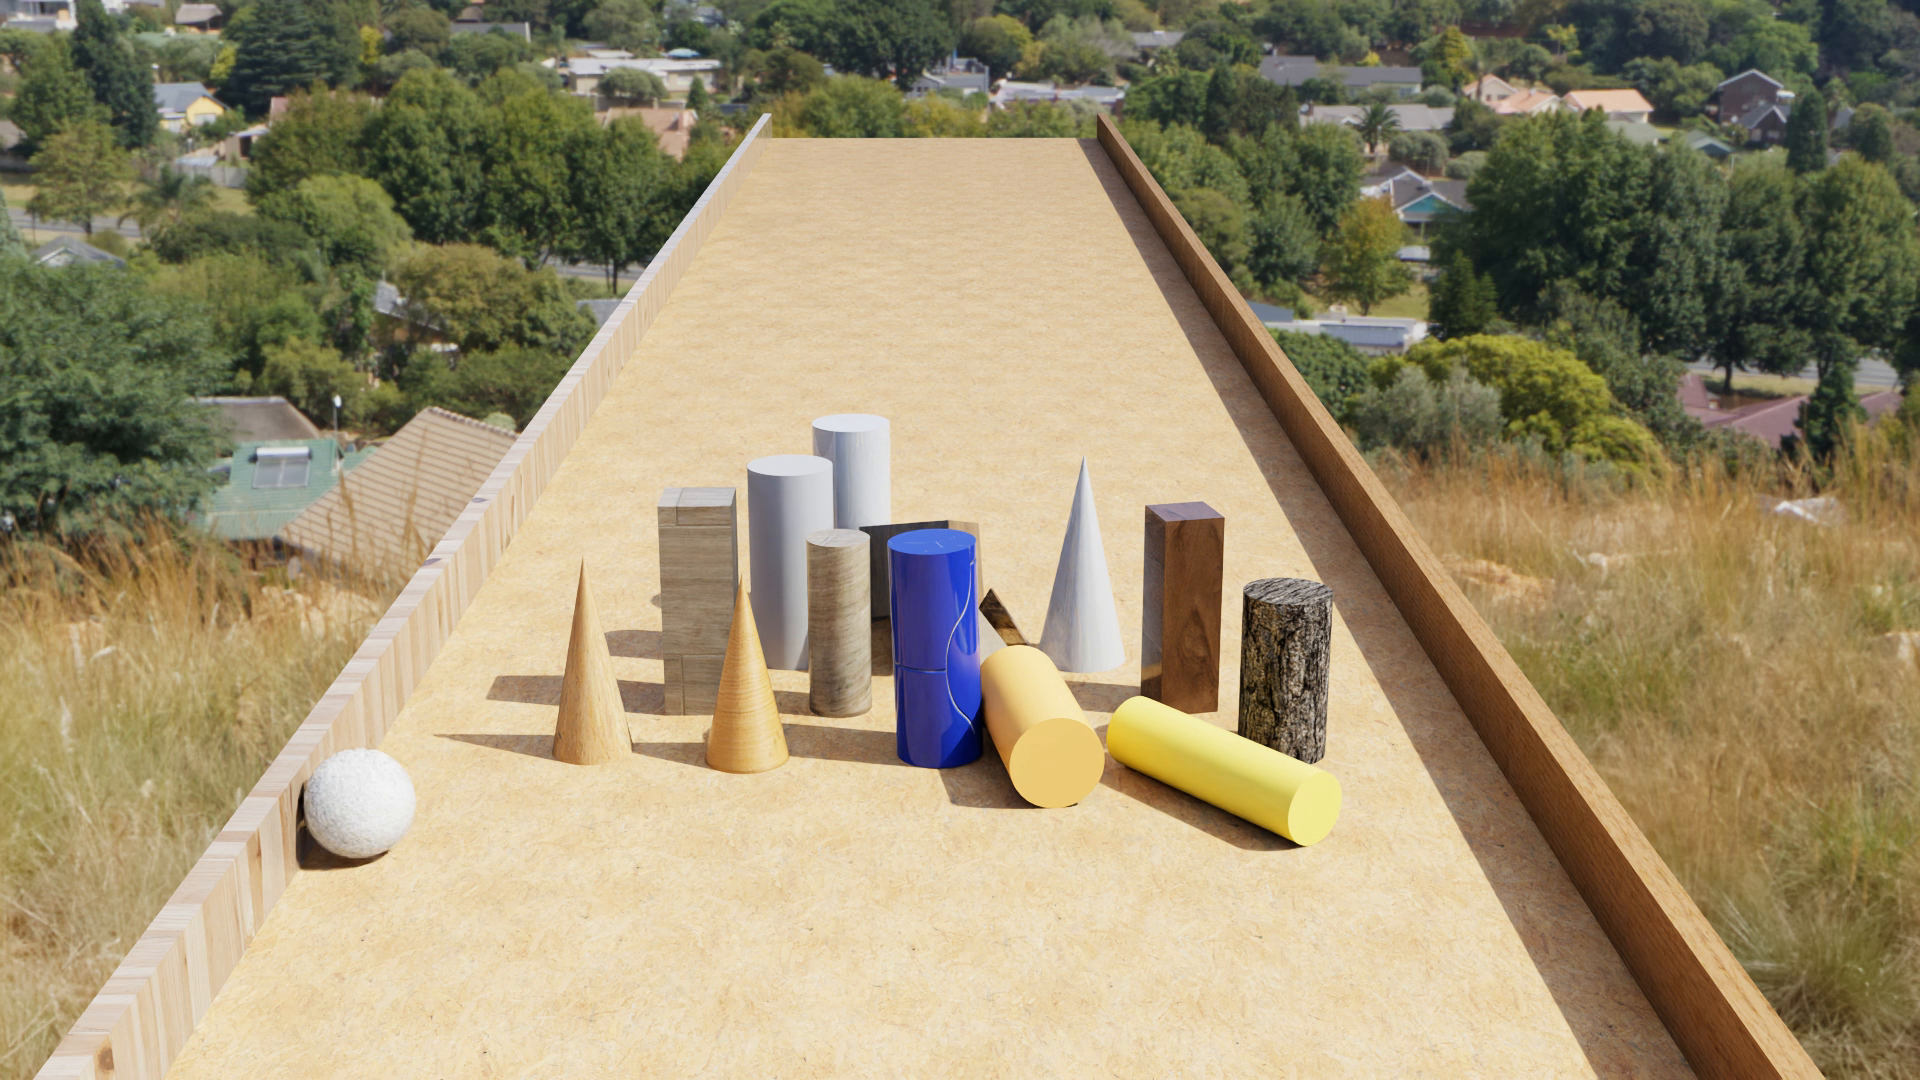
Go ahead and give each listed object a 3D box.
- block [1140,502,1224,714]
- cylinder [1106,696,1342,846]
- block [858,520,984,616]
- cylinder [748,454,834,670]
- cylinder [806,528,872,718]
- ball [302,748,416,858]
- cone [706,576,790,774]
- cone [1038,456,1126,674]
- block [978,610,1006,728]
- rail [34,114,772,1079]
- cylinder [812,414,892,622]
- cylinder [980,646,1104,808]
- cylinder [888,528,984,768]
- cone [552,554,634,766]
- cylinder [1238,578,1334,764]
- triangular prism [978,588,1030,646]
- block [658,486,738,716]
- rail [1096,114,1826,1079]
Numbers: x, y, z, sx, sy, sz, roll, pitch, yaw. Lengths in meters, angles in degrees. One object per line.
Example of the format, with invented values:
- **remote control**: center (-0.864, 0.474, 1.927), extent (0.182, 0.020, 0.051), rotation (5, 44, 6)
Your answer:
- **block**: center (0.416, 0.129, 4.125), extent (0.115, 0.381, 0.115), rotation (-4, 17, -14)
- **cylinder**: center (0.440, 0.385, 3.715), extent (0.125, 0.125, 0.437), rotation (-12, 21, -36)
- **block**: center (-0.072, 0.057, 4.484), extent (0.176, 0.176, 0.442), rotation (-4, -1, 8)
- **cylinder**: center (-0.335, 0.044, 4.380), extent (0.168, 0.399, 0.168), rotation (0, 17, 0)
- **cylinder**: center (-0.225, 0.156, 4.115), extent (0.118, 0.335, 0.118), rotation (0, 17, 0)
- **ball**: center (-0.959, 0.420, 3.510), extent (0.174, 0.174, 0.174), rotation (0, 17, 0)
- **cone**: center (-0.379, 0.222, 3.871), extent (0.151, 0.348, 0.151), rotation (0, 17, 0)
- **cone**: center (0.243, 0.032, 4.368), extent (0.180, 0.427, 0.180), rotation (0, 17, 0)
- **block**: center (0.029, 0.242, 4.230), extent (0.104, 0.104, 0.377), rotation (-4, 17, -13)
- **rail**: center (-1.118, -0.838, 7.780), extent (0.050, 0.150, 12.000), rotation (0, 17, -1)
- **cylinder**: center (-0.228, -0.045, 4.647), extent (0.164, 0.417, 0.164), rotation (0, 17, 0)
- **cylinder**: center (0.133, 0.322, 3.859), extent (0.163, 0.163, 0.370), rotation (-3, 17, -9)
- **cylinder**: center (-0.042, 0.191, 3.887), extent (0.155, 0.393, 0.155), rotation (-2, 17, 1)
- **cone**: center (-0.660, 0.200, 3.904), extent (0.145, 0.370, 0.145), rotation (0, 17, 0)
- **cylinder**: center (0.577, 0.234, 3.910), extent (0.157, 0.302, 0.157), rotation (0, 17, 0)
- **triangular prism**: center (0.101, 0.194, 4.421), extent (0.096, 0.083, 0.388), rotation (-3, 17, -10)
- **block**: center (-0.486, 0.115, 4.126), extent (0.133, 0.407, 0.133), rotation (0, 17, -1)
- **rail**: center (0.932, -0.844, 7.801), extent (0.050, 0.150, 12.000), rotation (0, 17, -1)
